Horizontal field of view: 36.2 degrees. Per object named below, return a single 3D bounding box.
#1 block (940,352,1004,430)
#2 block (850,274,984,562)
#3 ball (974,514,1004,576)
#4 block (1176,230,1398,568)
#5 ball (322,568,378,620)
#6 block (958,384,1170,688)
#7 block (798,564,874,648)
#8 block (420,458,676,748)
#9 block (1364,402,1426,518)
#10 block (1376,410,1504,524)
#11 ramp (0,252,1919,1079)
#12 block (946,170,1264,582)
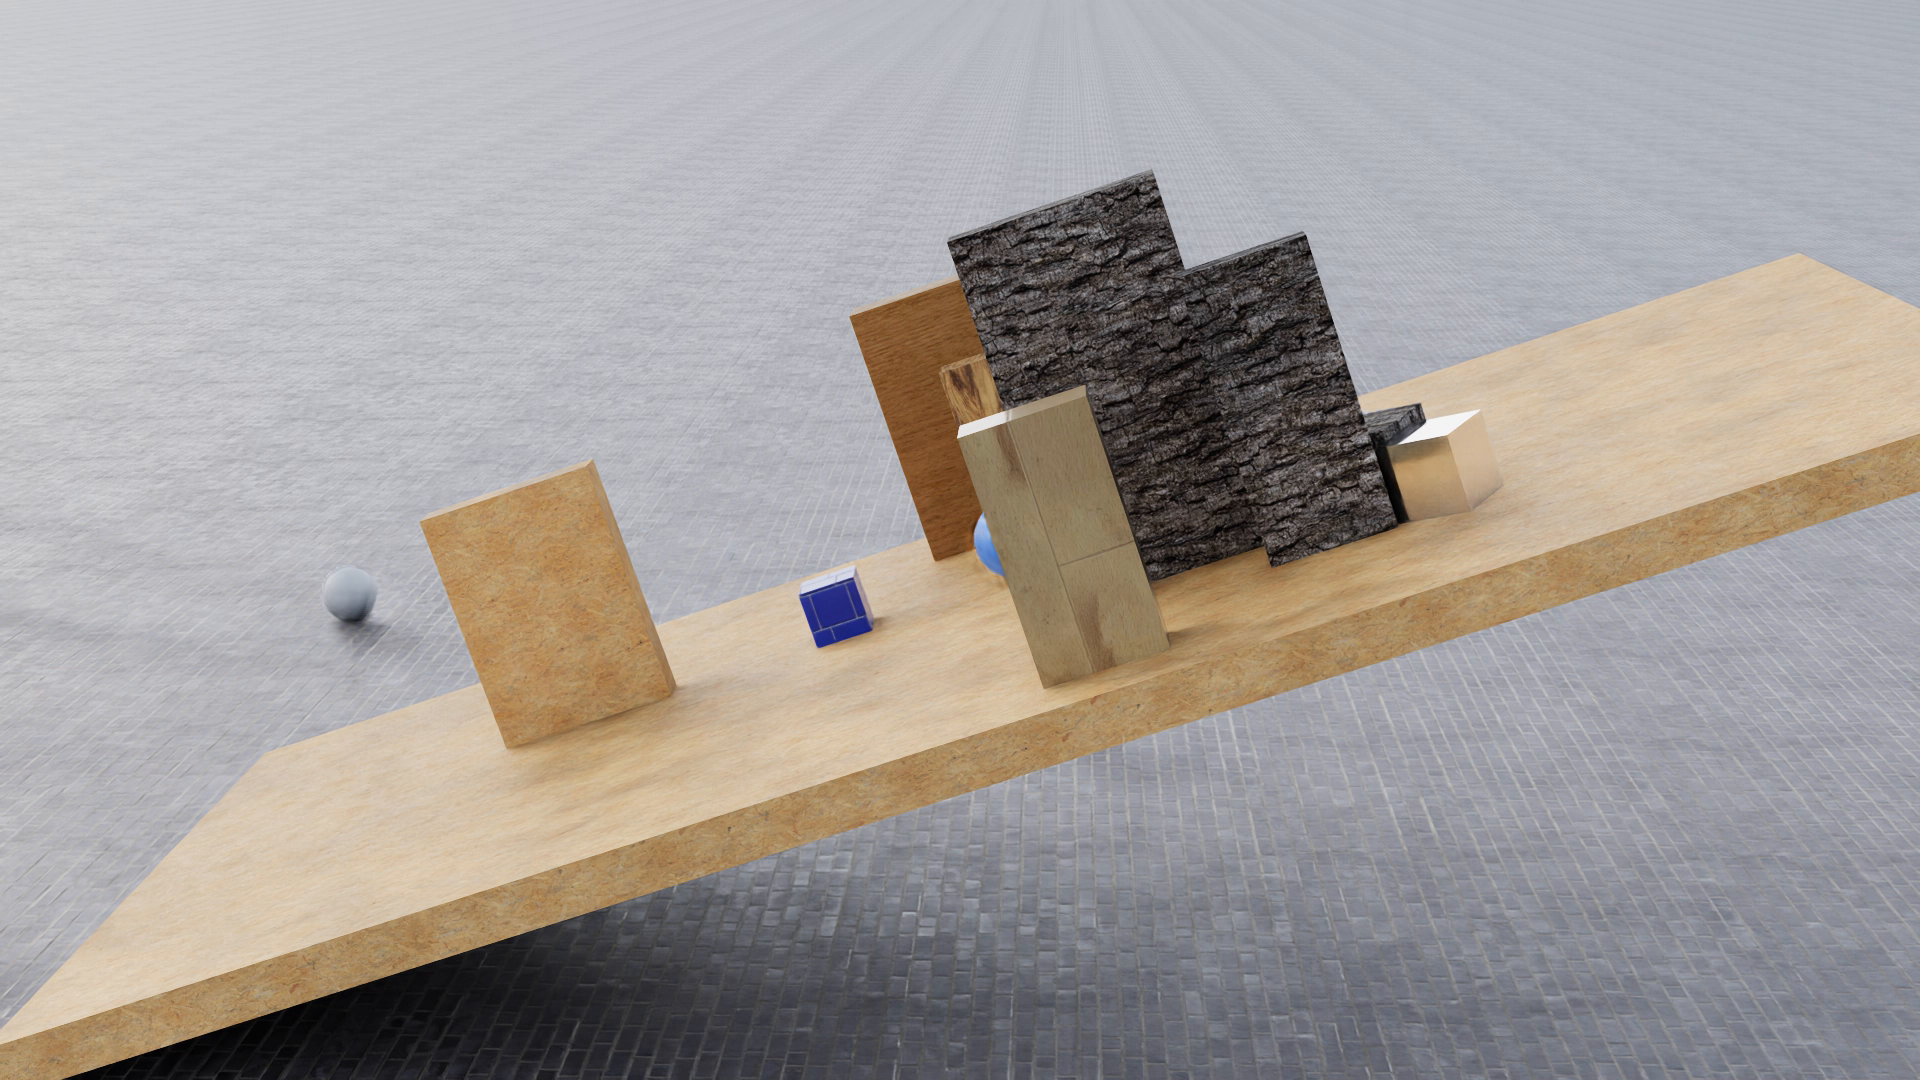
[{"bbox_3d":[0.162,-0.216,6.687,0.284,0.457,0.109,-18,11,6],"label":"block"},{"bbox_3d":[0.014,-0.303,6.953,0.360,0.616,0.132,-18,11,6],"label":"block"},{"bbox_3d":[0.117,-0.003,6.470,0.173,0.173,0.173,0,12,0],"label":"ball"},{"bbox_3d":[0.640,-0.274,5.756,0.260,0.604,0.082,-18,11,6],"label":"block"},{"bbox_3d":[-1.921,0.170,9.264,0.168,0.168,0.168,0,12,0],"label":"ball"},{"bbox_3d":[0.195,-0.006,5.474,0.247,0.499,0.132,-18,11,6],"label":"block"},{"bbox_3d":[-0.273,0.147,6.516,0.128,0.128,0.128,-18,11,4],"label":"block"},{"bbox_3d":[-0.910,0.143,6.520,0.391,0.544,0.094,-18,11,6],"label":"block"},{"bbox_3d":[0.838,-0.148,5.926,0.181,0.181,0.181,-11,14,38],"label":"block"},{"bbox_3d":[0.944,-0.144,5.780,0.159,0.159,0.159,-11,14,38],"label":"block"},{"bbox_3d":[0.107,0.180,6.305,4.000,0.100,2.000,-18,11,6],"label":"ramp"},{"bbox_3d":[0.308,-0.305,5.981,0.434,0.791,0.097,-18,11,6],"label":"block"}]
